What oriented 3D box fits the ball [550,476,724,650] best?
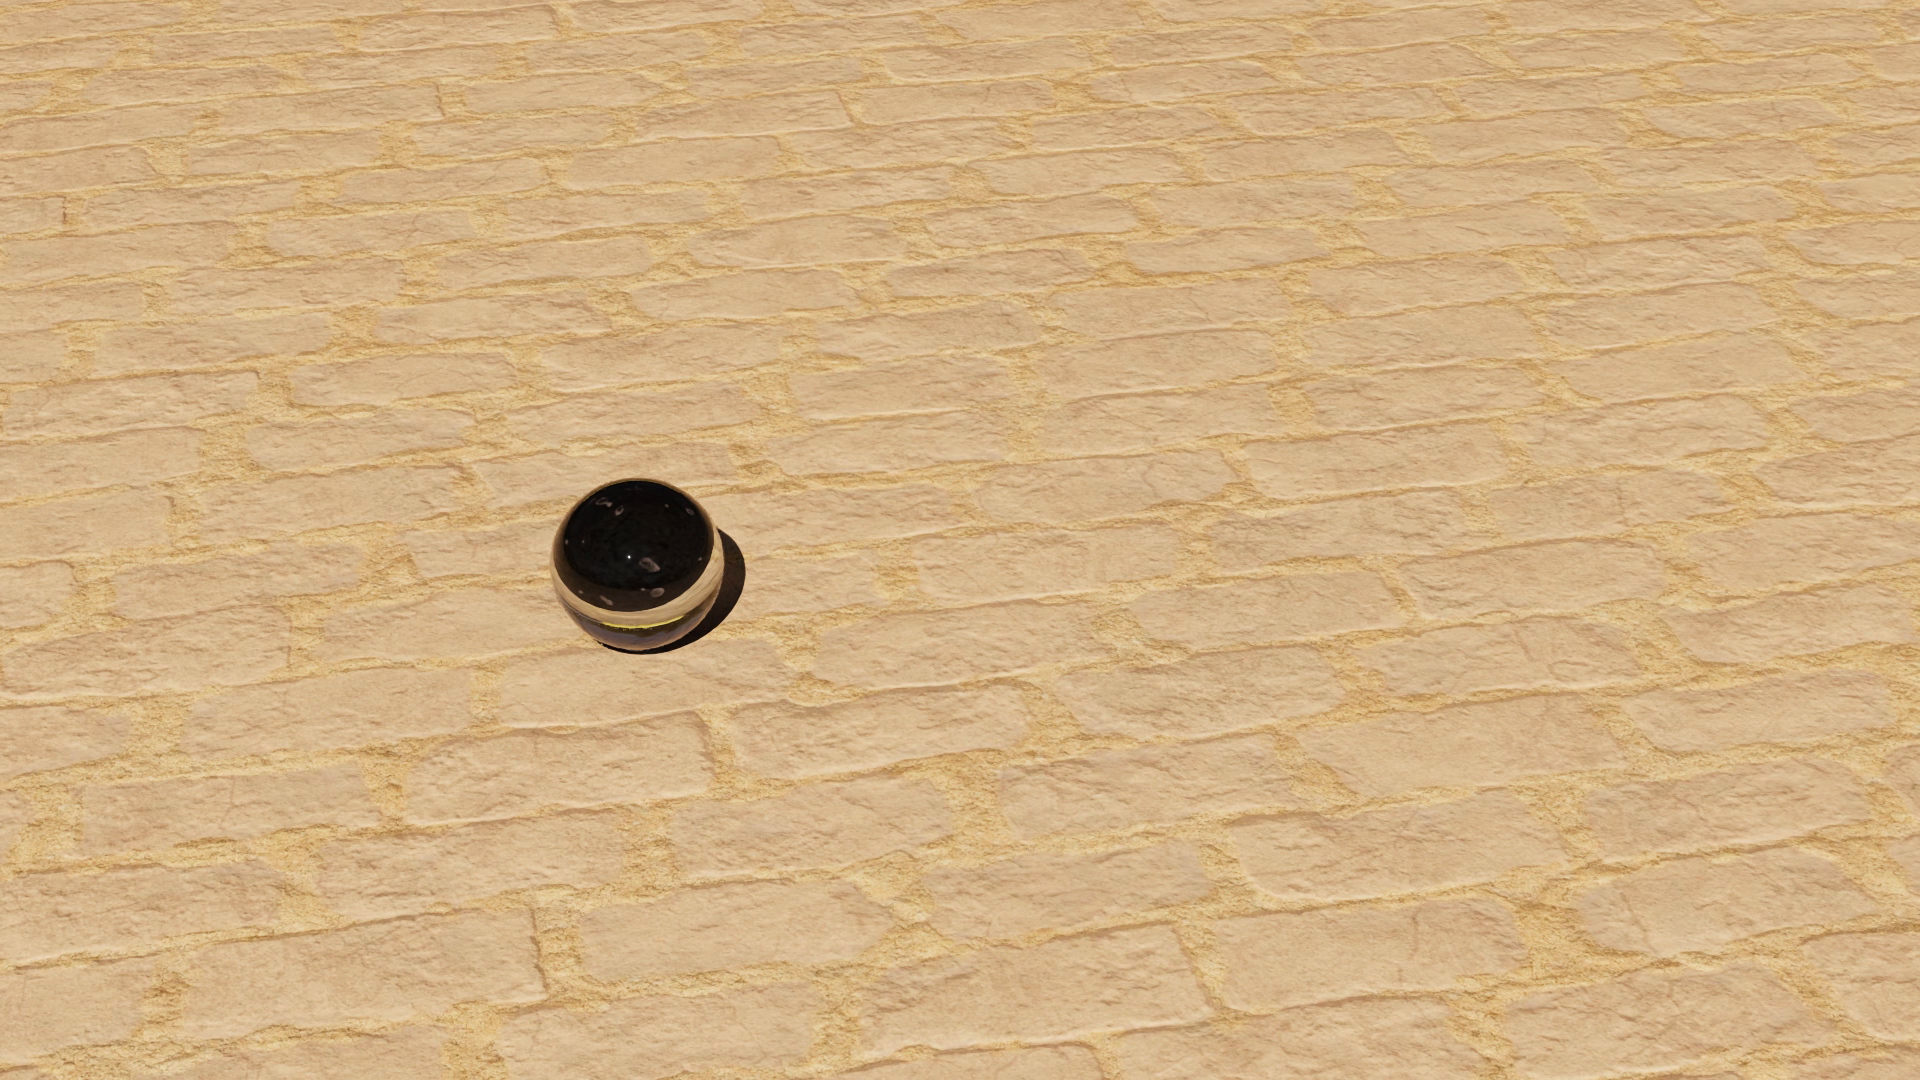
[{"bbox_3d":[-0.172,0.013,1.566,0.092,0.092,0.092,0,32,0],"label":"ball"}]
